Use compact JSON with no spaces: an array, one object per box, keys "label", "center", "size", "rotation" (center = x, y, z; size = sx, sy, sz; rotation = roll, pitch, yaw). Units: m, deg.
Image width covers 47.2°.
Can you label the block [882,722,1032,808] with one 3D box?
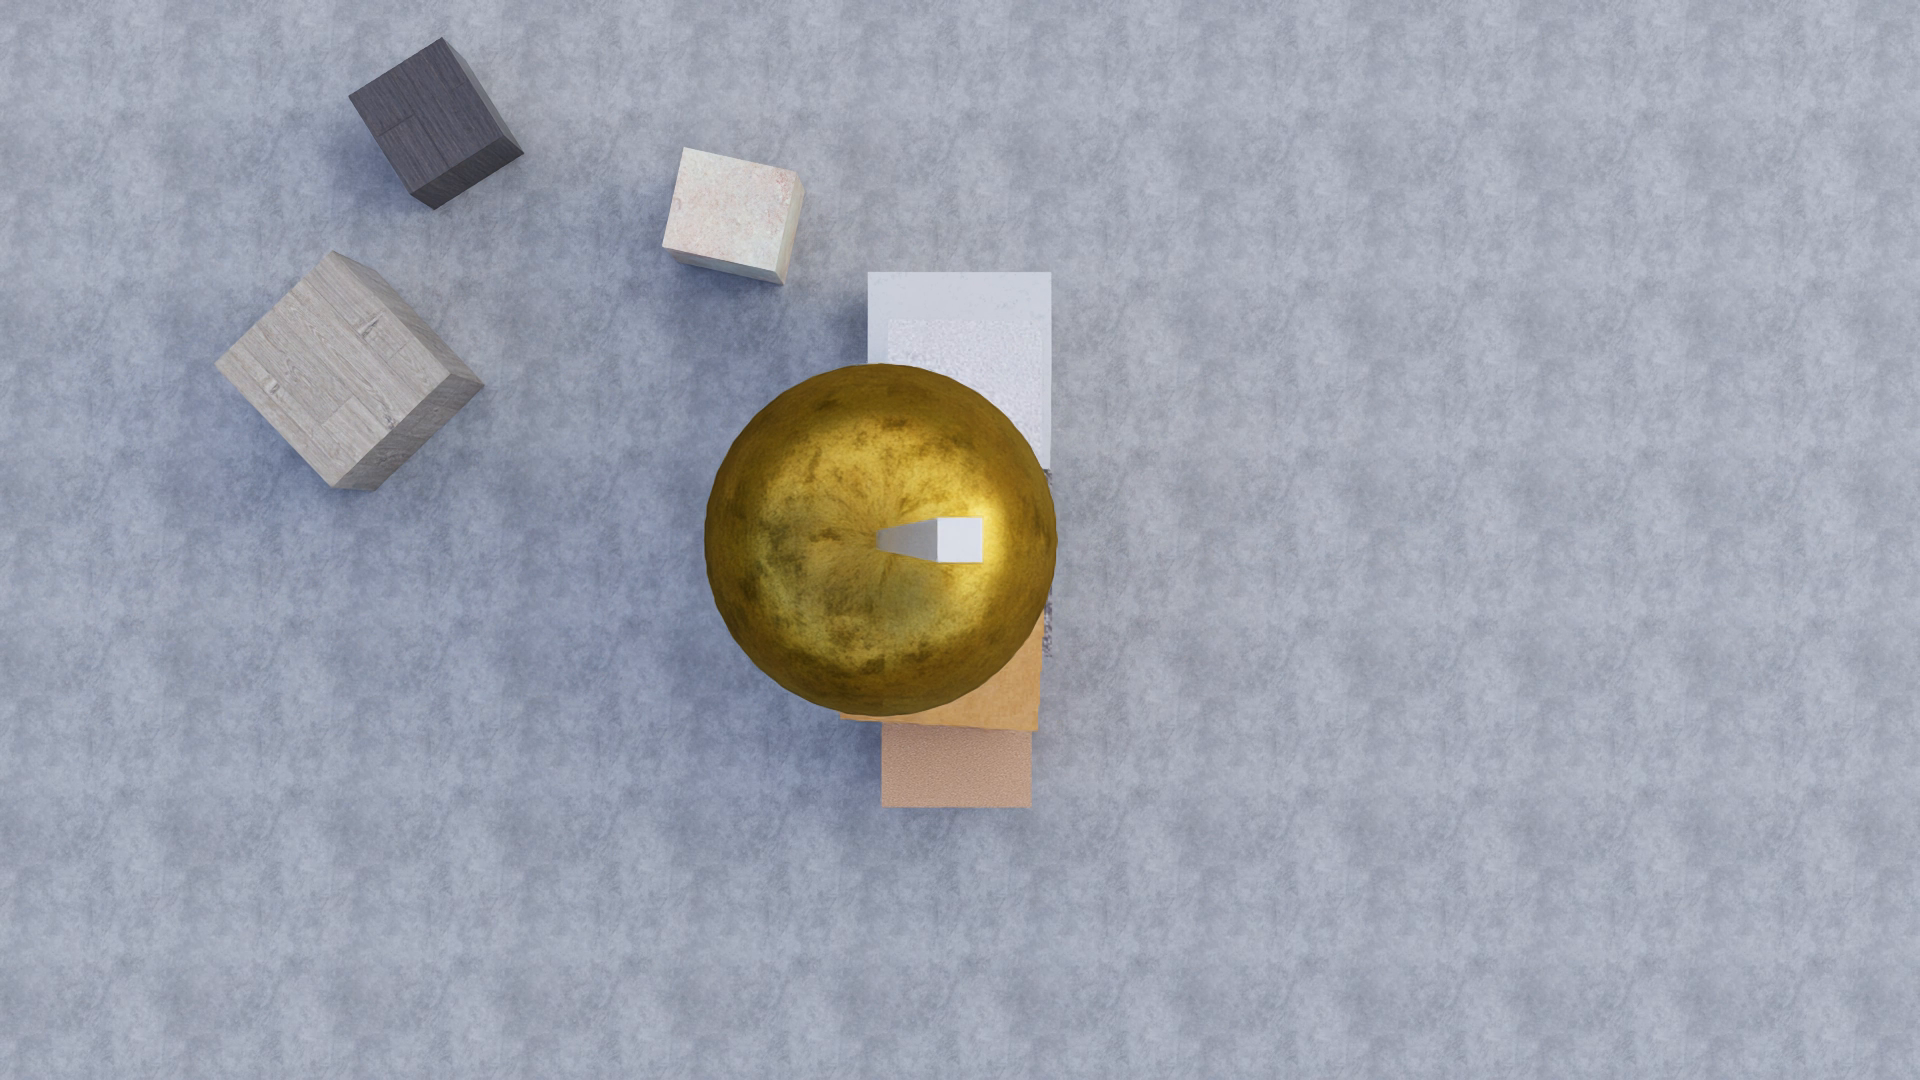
[{"label":"block","center":[-0.013,1.064,12.538],"size":[0.823,0.910,0.812],"rotation":[0,90,1]}]

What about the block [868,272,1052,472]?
[{"label":"block","center":[-0.003,-0.925,12.520],"size":[1.004,0.961,1.083],"rotation":[0,90,0]}]

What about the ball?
[{"label":"ball","center":[-0.355,0.000,9.930],"size":[1.600,1.600,1.600],"rotation":[0,90,0]}]

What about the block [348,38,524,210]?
[{"label":"block","center":[-3.015,-2.396,12.707],"size":[0.629,0.586,0.656],"rotation":[-32,90,0]}]

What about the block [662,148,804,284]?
[{"label":"block","center":[-1.293,-1.854,12.663],"size":[0.647,0.675,0.571],"rotation":[12,90,0]}]

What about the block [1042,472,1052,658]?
[{"label":"block","center":[-0.017,0.137,12.556],"size":[1.045,0.888,1.023],"rotation":[0,90,0]}]

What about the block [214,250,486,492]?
[{"label":"block","center":[-3.457,-0.942,12.552],"size":[0.907,0.897,0.940],"rotation":[-44,90,0]}]

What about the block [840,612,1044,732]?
[{"label":"block","center":[-0.066,0.415,11.632],"size":[1.002,0.915,1.075],"rotation":[3,89,1]}]

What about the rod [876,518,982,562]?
[{"label":"rod","center":[-0.154,0.000,6.536],"size":[0.080,5.200,0.080],"rotation":[0,90,-3]}]

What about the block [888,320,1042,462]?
[{"label":"block","center":[0.029,-0.702,11.625],"size":[0.783,0.785,0.816],"rotation":[0,88,1]}]
